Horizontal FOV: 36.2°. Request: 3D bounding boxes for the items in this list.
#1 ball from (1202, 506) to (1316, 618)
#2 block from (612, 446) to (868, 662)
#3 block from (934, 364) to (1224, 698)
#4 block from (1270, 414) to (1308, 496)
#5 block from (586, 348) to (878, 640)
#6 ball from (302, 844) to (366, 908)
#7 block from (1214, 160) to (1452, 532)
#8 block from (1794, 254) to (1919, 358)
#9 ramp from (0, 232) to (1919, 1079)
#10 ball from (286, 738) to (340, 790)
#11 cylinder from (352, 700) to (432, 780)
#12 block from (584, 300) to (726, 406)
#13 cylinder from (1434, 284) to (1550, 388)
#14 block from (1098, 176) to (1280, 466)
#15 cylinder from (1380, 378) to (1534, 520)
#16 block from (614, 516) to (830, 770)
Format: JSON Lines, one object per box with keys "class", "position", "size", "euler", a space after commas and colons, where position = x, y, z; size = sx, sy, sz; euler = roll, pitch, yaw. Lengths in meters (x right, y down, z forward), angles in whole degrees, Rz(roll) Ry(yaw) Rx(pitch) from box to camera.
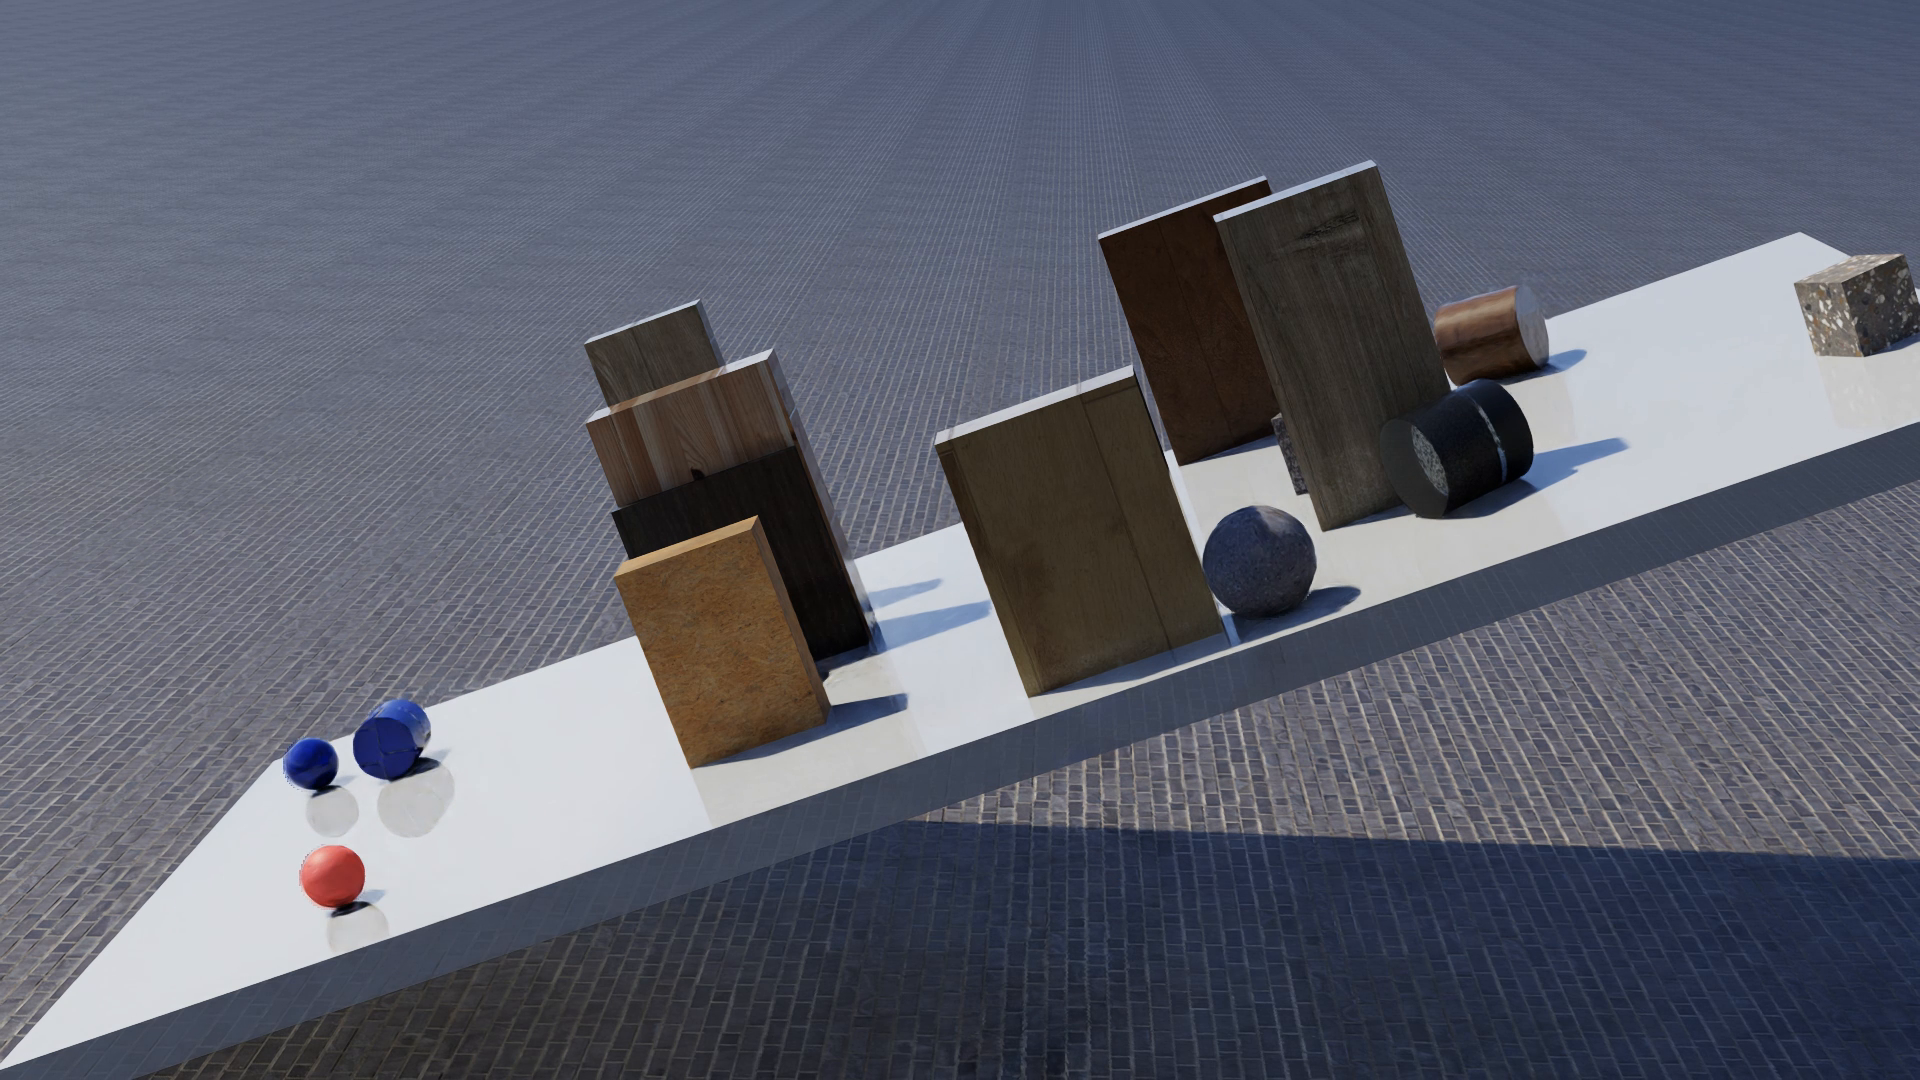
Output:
{"class": "ball", "position": [0.550, 0.040, 5.396], "size": [0.207, 0.207, 0.207], "euler": [0, 13, 0]}
{"class": "block", "position": [-0.473, 0.072, 6.393], "size": [0.421, 0.457, 0.101], "euler": [-19, 11, 6]}
{"class": "block", "position": [0.223, -0.016, 5.456], "size": [0.385, 0.508, 0.122], "euler": [-19, 11, 6]}
{"class": "block", "position": [0.802, -0.220, 6.266], "size": [0.174, 0.174, 0.174], "euler": [-12, 14, 38]}
{"class": "block", "position": [-0.495, -0.034, 6.433], "size": [0.419, 0.652, 0.149], "euler": [-19, 11, 6]}
{"class": "ball", "position": [-1.233, 0.662, 5.791], "size": [0.124, 0.124, 0.124], "euler": [0, 13, 0]}
{"class": "block", "position": [0.770, -0.385, 5.859], "size": [0.330, 0.659, 0.117], "euler": [-19, 11, 6]}
{"class": "block", "position": [1.764, -0.460, 5.766], "size": [0.154, 0.154, 0.154], "euler": [-24, 12, -16]}
{"class": "ramp", "position": [0.113, 0.178, 6.299], "size": [4.000, 0.100, 2.000], "euler": [-19, 11, 6]}
{"class": "ball", "position": [-1.529, 0.528, 6.942], "size": [0.125, 0.125, 0.125], "euler": [0, 13, 0]}
{"class": "cylinder", "position": [-1.316, 0.461, 6.819], "size": [0.149, 0.149, 0.149], "euler": [1, 13, 3]}
{"class": "block", "position": [-0.602, -0.150, 6.862], "size": [0.277, 0.771, 0.090], "euler": [-19, 11, 6]}
{"class": "cylinder", "position": [1.204, -0.461, 6.655], "size": [0.195, 0.195, 0.195], "euler": [-14, 4, 29]}
{"class": "block", "position": [0.618, -0.516, 6.960], "size": [0.415, 0.576, 0.094], "euler": [-19, 11, 6]}
{"class": "cylinder", "position": [0.961, -0.177, 5.695], "size": [0.210, 0.210, 0.210], "euler": [-25, 22, -21]}
{"class": "block", "position": [-0.471, 0.204, 5.865], "size": [0.290, 0.418, 0.128], "euler": [-19, 11, 6]}
